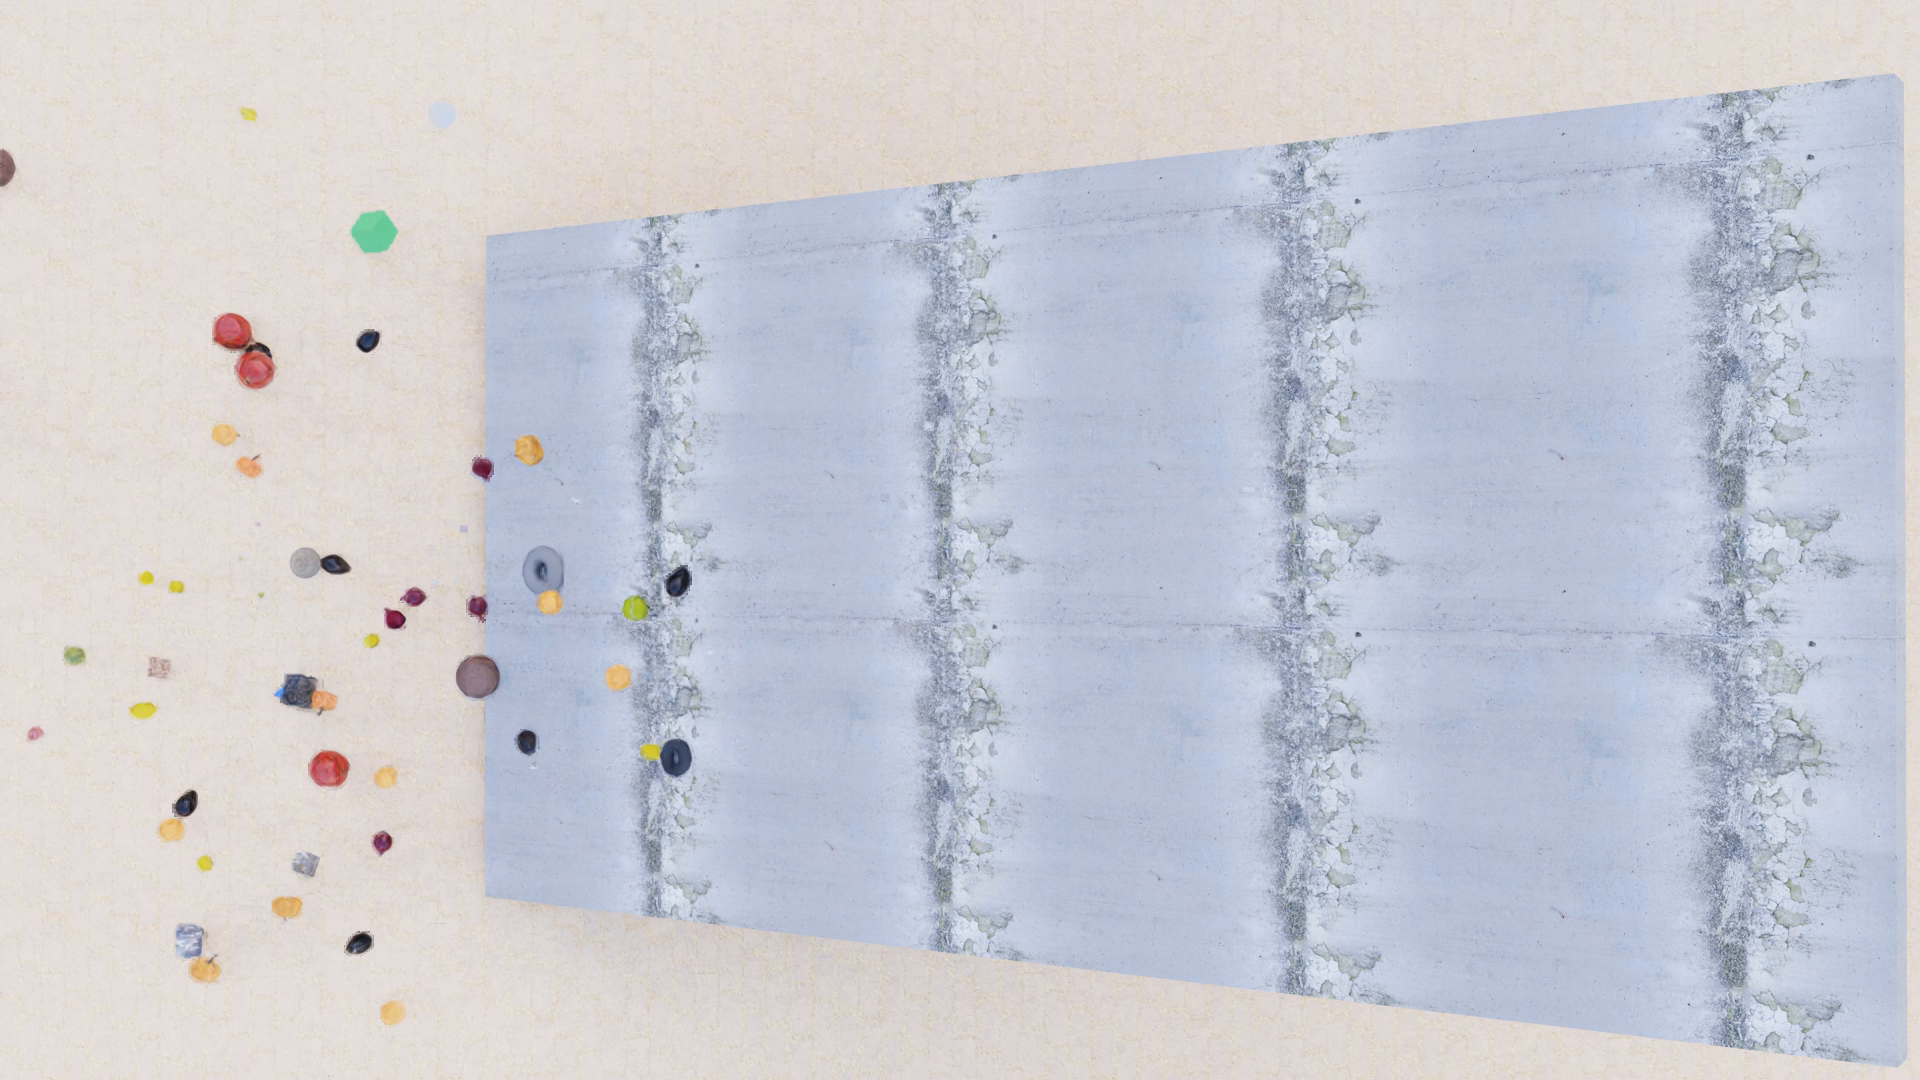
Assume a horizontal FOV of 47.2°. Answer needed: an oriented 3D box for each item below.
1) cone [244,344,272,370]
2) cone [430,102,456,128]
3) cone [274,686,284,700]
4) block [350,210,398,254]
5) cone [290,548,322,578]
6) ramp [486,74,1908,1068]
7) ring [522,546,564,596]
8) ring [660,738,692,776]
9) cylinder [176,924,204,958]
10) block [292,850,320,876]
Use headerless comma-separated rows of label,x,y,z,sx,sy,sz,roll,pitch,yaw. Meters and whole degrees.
cone,-2.153,-0.562,6.704,0.083,0.083,0.083,0,90,0
cone,-1.596,-1.309,6.720,0.082,0.082,0.082,-16,121,-28
cone,-2.062,0.457,6.718,0.054,0.054,0.054,19,74,0
block,-1.774,-0.933,6.662,0.087,0.087,0.087,-3,47,24
cone,-2.006,0.069,6.692,0.096,0.096,0.096,0,90,0
ramp,0.251,0.069,5.581,4.000,0.100,2.000,0,89,34
ring,-1.231,0.092,6.490,0.146,0.049,0.146,0,90,33
ring,-0.801,0.612,6.203,0.108,0.036,0.108,0,89,38
cylinder,-2.342,1.219,6.683,0.077,0.077,0.077,7,102,0
block,-1.993,0.984,6.696,0.058,0.058,0.058,16,71,0
